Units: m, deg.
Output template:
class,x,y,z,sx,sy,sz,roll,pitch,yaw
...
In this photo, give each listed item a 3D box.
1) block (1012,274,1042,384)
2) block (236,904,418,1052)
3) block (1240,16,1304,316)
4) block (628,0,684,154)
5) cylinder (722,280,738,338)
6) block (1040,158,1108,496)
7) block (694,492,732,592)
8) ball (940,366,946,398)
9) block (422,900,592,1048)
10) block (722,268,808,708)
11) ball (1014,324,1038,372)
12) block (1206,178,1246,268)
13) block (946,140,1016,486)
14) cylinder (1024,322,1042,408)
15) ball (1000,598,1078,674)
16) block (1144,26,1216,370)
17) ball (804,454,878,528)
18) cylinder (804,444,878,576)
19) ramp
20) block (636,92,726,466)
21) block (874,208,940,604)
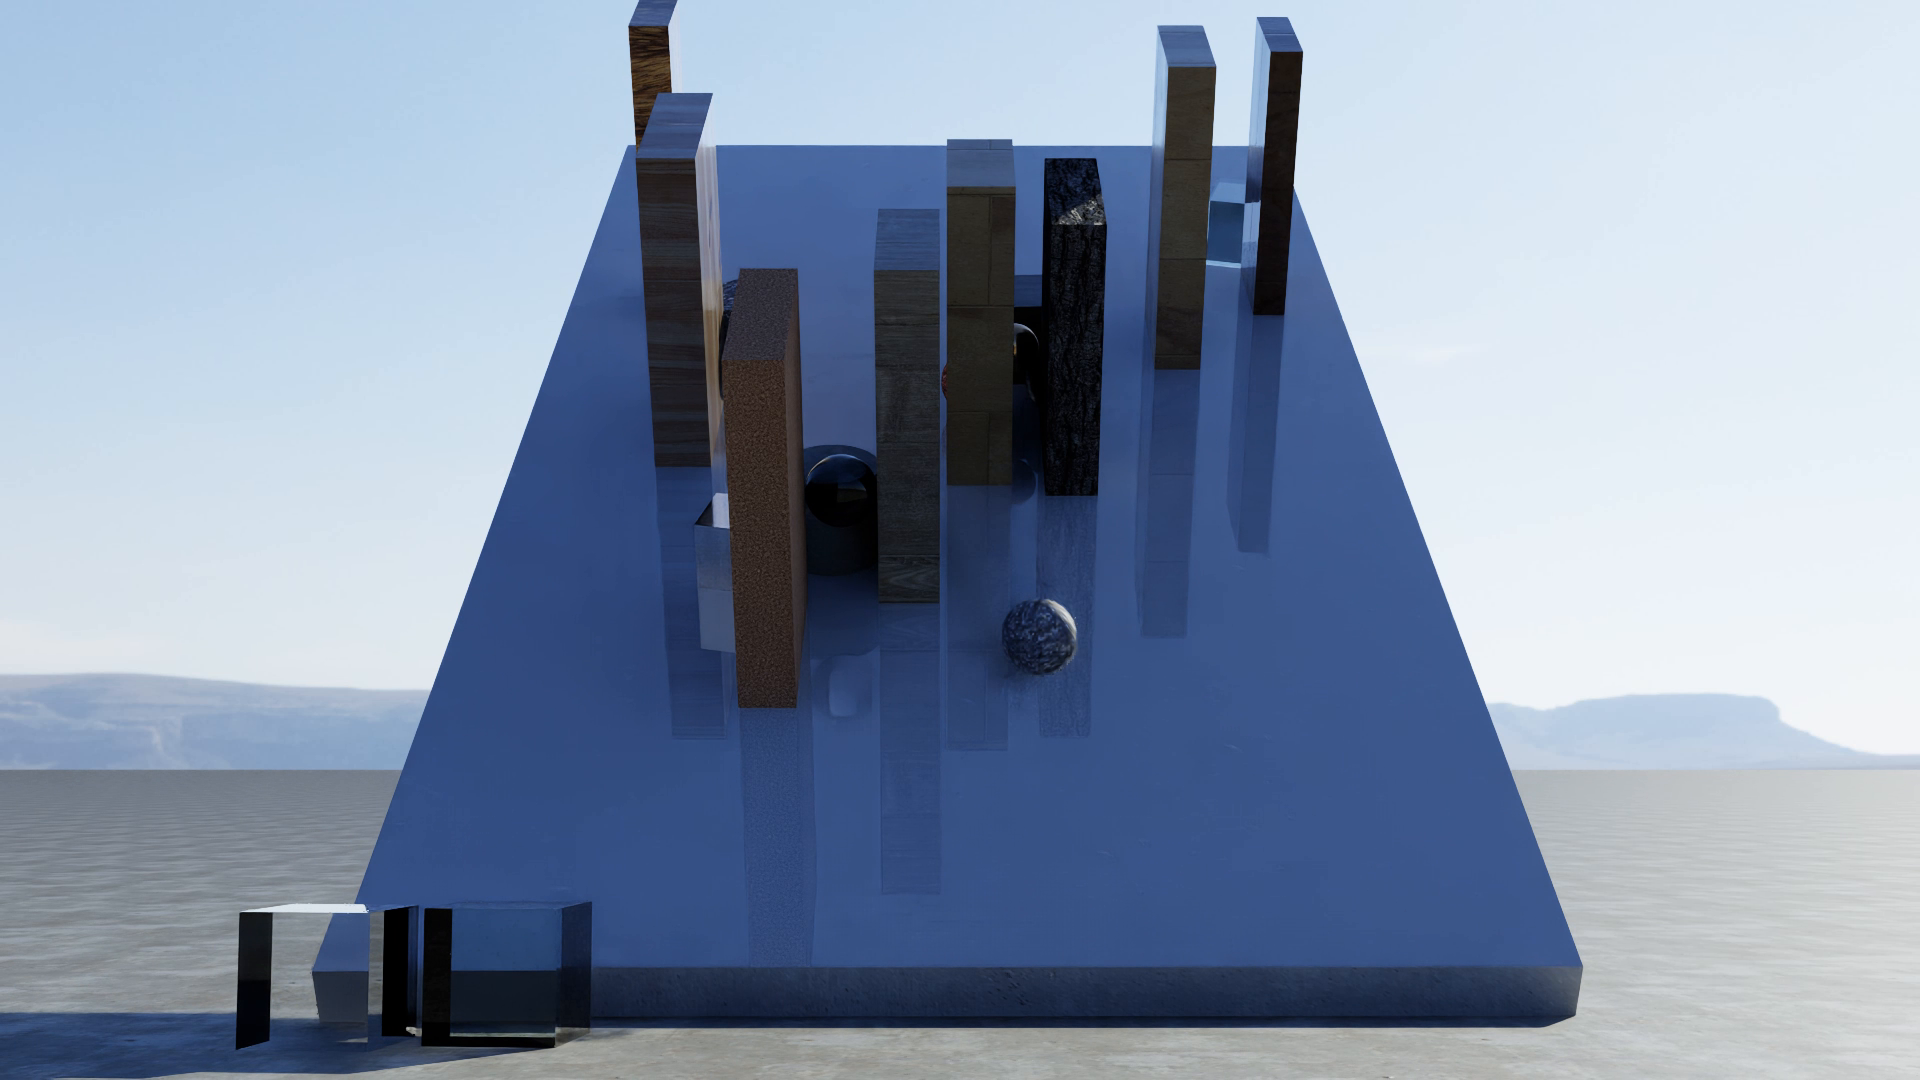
class,x,y,z,sx,sy,sz,roll,pitch,yaw
block,0.135,-0.514,5.829,0.202,0.202,0.202,-1,28,-3
block,-0.923,0.638,3.499,0.195,0.195,0.195,-1,-5,7
block,0.798,-0.959,6.139,0.081,0.696,0.301,0,28,0
block,-0.751,-0.952,6.035,0.096,0.774,0.242,0,28,0
cylinder,-0.534,-0.509,5.822,0.195,0.195,0.195,0,28,2
block,0.246,-0.475,5.302,0.115,0.633,0.416,0,28,0
block,-0.450,0.008,4.915,0.146,0.146,0.146,6,29,11
ball,0.033,-0.372,5.612,0.157,0.157,0.157,0,-5,0
block,-0.669,0.641,3.548,0.197,0.197,0.197,-1,-5,6
block,-0.362,-0.100,4.515,0.109,0.714,0.427,0,28,0
ball,0.126,-0.446,5.547,0.114,0.114,0.114,0,-5,0
block,0.775,-0.858,6.492,0.184,0.184,0.184,8,29,13
block,0.043,-0.501,5.281,0.144,0.698,0.304,0,28,0
cylinder,0.237,-0.414,5.673,0.175,0.175,0.175,0,28,-3
ball,0.152,0.185,4.589,0.146,0.146,0.146,0,-5,0
block,0.534,-0.835,5.836,0.112,0.762,0.337,0,28,0
ball,-0.238,-0.099,4.778,0.147,0.147,0.147,0,-5,0
cylinder,-0.267,-0.063,4.986,0.203,0.203,0.203,0,28,0
ramp,-0.012,-0.221,5.603,2.000,0.100,4.000,0,28,0
block,-0.624,-0.591,5.413,0.126,0.728,0.448,0,28,0
block,-0.103,-0.268,4.820,0.123,0.723,0.329,0,28,0
